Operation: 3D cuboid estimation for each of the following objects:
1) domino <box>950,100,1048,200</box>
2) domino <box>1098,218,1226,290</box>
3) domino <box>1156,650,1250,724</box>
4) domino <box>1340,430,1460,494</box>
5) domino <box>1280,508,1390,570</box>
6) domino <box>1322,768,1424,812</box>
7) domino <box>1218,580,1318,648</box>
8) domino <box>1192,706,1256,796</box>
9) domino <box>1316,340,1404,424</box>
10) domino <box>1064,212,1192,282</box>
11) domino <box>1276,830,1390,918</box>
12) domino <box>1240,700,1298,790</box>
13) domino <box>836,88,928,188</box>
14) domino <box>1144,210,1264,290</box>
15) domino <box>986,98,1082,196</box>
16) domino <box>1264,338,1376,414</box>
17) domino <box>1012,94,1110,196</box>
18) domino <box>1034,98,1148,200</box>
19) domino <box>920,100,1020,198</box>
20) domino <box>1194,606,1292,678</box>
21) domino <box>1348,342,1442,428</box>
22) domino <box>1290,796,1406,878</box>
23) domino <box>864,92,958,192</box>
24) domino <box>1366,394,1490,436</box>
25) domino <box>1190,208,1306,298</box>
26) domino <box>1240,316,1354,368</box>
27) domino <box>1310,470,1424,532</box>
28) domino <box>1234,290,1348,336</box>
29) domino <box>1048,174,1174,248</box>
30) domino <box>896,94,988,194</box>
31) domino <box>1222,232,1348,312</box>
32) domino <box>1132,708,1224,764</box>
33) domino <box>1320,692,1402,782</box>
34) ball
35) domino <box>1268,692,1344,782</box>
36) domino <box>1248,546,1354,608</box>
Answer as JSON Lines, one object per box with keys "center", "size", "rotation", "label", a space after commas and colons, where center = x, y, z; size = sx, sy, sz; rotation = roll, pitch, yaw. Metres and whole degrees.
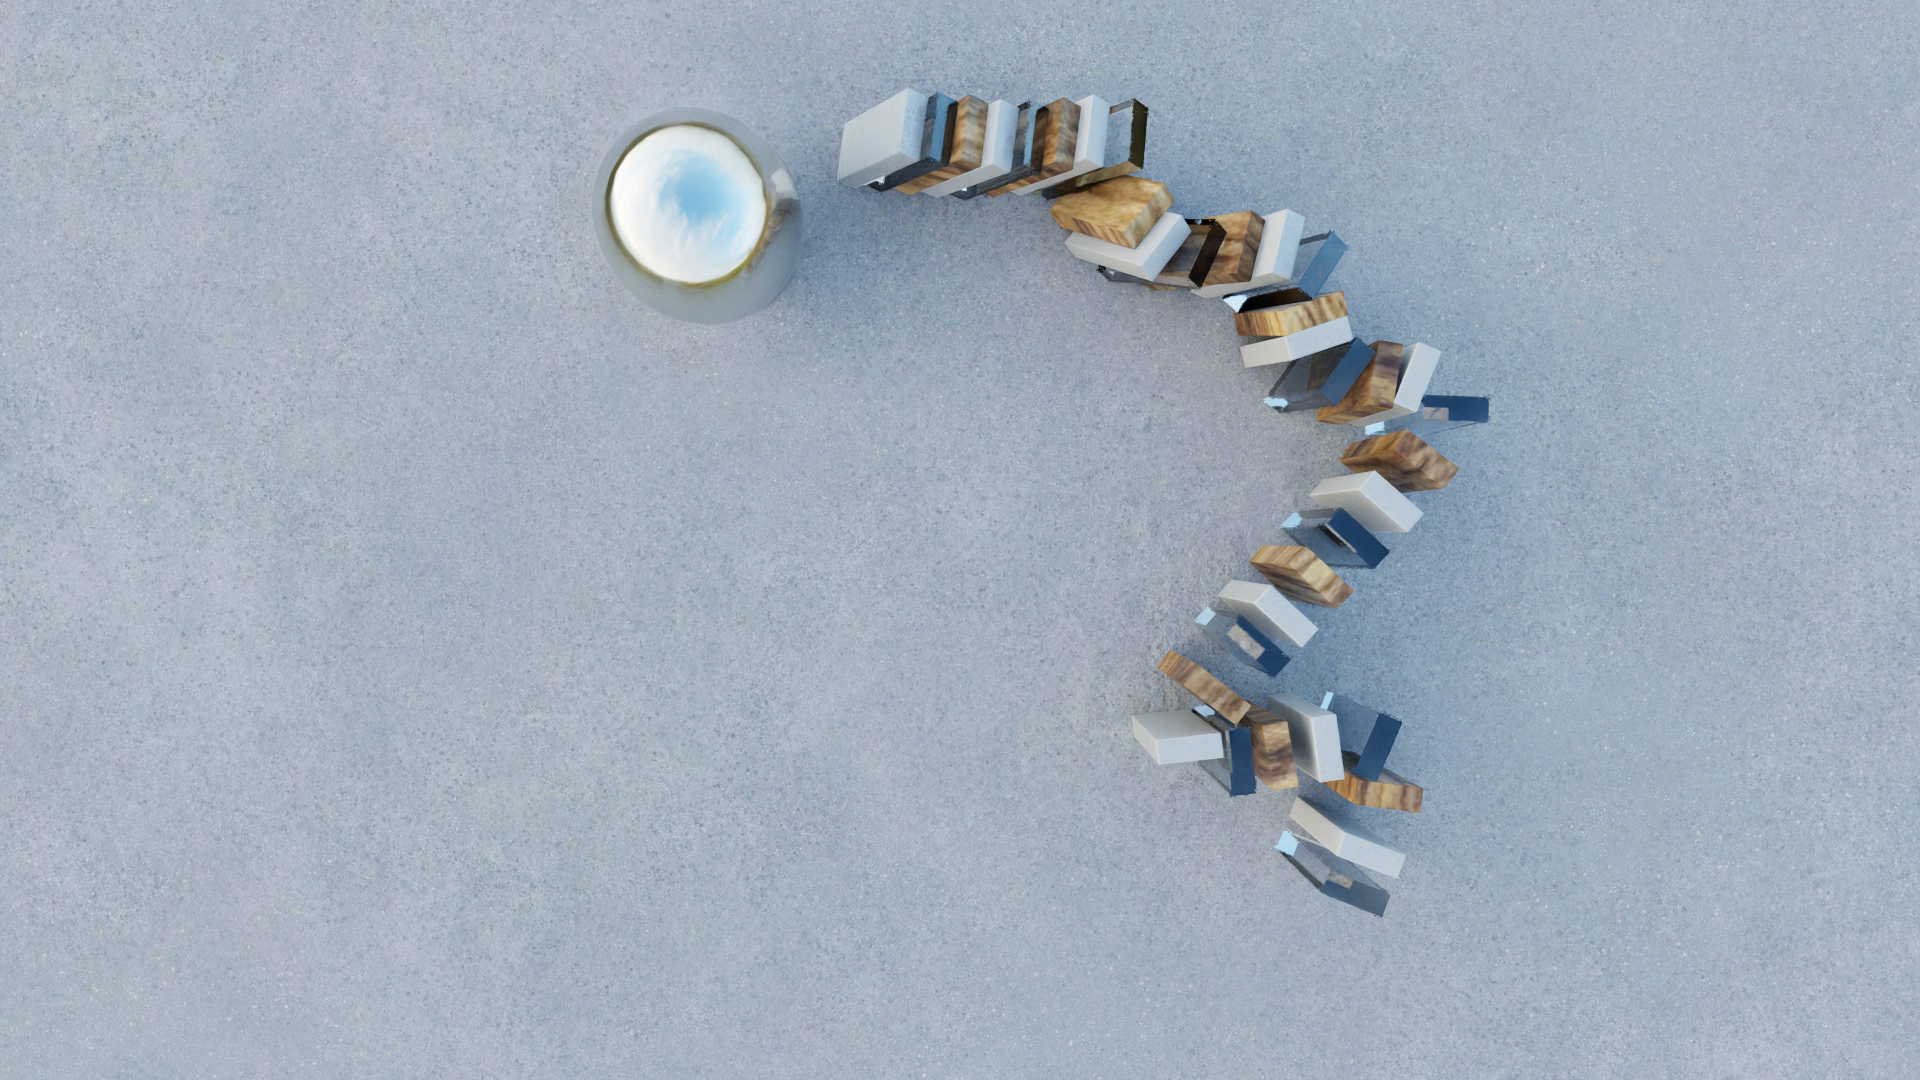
{"center": [0.015, -0.159, 0.377], "size": [0.010, 0.050, 0.025], "rotation": [7, 90, -37], "label": "domino"}
{"center": [0.082, -0.119, 0.378], "size": [0.010, 0.050, 0.025], "rotation": [25, 90, -41], "label": "domino"}
{"center": [0.099, 0.059, 0.375], "size": [0.025, 0.050, 0.010], "rotation": [38, 90, 0], "label": "domino"}
{"center": [0.178, -0.031, 0.375], "size": [0.025, 0.050, 0.010], "rotation": [37, 90, 0], "label": "domino"}
{"center": [0.152, -0.001, 0.375], "size": [0.025, 0.050, 0.010], "rotation": [42, 90, 0], "label": "domino"}
{"center": [0.164, 0.098, 0.375], "size": [0.025, 0.050, 0.010], "rotation": [7, 90, 0], "label": "domino"}
{"center": [0.125, 0.029, 0.375], "size": [0.025, 0.050, 0.009], "rotation": [42, 90, 0], "label": "domino"}
{"center": [0.107, 0.085, 0.375], "size": [0.010, 0.050, 0.025], "rotation": [-6, 90, 0], "label": "domino"}
{"center": [0.162, -0.063, 0.375], "size": [0.010, 0.050, 0.025], "rotation": [9, 90, -1], "label": "domino"}
{"center": [0.068, -0.125, 0.378], "size": [0.025, 0.050, 0.010], "rotation": [-52, 132, 1], "label": "domino"}
{"center": [0.151, 0.135, 0.375], "size": [0.025, 0.050, 0.009], "rotation": [22, 90, 0], "label": "domino"}
{"center": [0.122, 0.083, 0.375], "size": [0.009, 0.050, 0.025], "rotation": [-10, 90, 0], "label": "domino"}
{"center": [-0.033, -0.164, 0.377], "size": [0.010, 0.050, 0.025], "rotation": [8, 90, -37], "label": "domino"}
{"center": [0.099, -0.118, 0.378], "size": [0.010, 0.050, 0.025], "rotation": [14, 90, -39], "label": "domino"}
{"center": [0.027, -0.160, 0.377], "size": [0.009, 0.050, 0.025], "rotation": [7, 91, -37], "label": "domino"}
{"center": [0.146, -0.066, 0.375], "size": [0.010, 0.050, 0.025], "rotation": [36, 90, -7], "label": "domino"}
{"center": [0.039, -0.161, 0.377], "size": [0.010, 0.050, 0.025], "rotation": [7, 90, -37], "label": "domino"}
{"center": [0.053, -0.160, 0.378], "size": [0.010, 0.050, 0.025], "rotation": [7, 87, -42], "label": "domino"}
{"center": [0.003, -0.160, 0.377], "size": [0.010, 0.050, 0.025], "rotation": [7, 91, -37], "label": "domino"}
{"center": [0.114, 0.041, 0.375], "size": [0.025, 0.050, 0.009], "rotation": [42, 90, 0], "label": "domino"}
{"center": [0.175, -0.062, 0.375], "size": [0.010, 0.050, 0.025], "rotation": [22, 90, 0], "label": "domino"}
{"center": [0.157, 0.121, 0.375], "size": [0.025, 0.050, 0.009], "rotation": [21, 90, 0], "label": "domino"}
{"center": [-0.021, -0.163, 0.377], "size": [0.009, 0.050, 0.025], "rotation": [8, 90, -37], "label": "domino"}
{"center": [0.190, -0.050, 0.375], "size": [0.025, 0.050, 0.009], "rotation": [2, 90, 0], "label": "domino"}
{"center": [0.117, -0.116, 0.375], "size": [0.010, 0.050, 0.025], "rotation": [14, 90, -24], "label": "domino"}
{"center": [0.136, -0.080, 0.375], "size": [0.025, 0.050, 0.009], "rotation": [-18, 98, 0], "label": "domino"}
{"center": [0.165, -0.015, 0.375], "size": [0.025, 0.050, 0.009], "rotation": [41, 90, 0], "label": "domino"}
{"center": [0.134, -0.092, 0.375], "size": [0.025, 0.050, 0.010], "rotation": [-18, 103, 0], "label": "domino"}
{"center": [0.062, -0.138, 0.378], "size": [0.025, 0.050, 0.010], "rotation": [-50, 132, 0], "label": "domino"}
{"center": [-0.009, -0.162, 0.377], "size": [0.009, 0.050, 0.025], "rotation": [7, 90, -37], "label": "domino"}
{"center": [0.131, -0.108, 0.374], "size": [0.010, 0.050, 0.025], "rotation": [35, 87, -19], "label": "domino"}
{"center": [0.088, 0.080, 0.375], "size": [0.025, 0.050, 0.009], "rotation": [-6, 90, 0], "label": "domino"}
{"center": [0.160, 0.079, 0.375], "size": [0.010, 0.050, 0.025], "rotation": [23, 90, 0], "label": "domino"}
{"center": [-0.102, -0.126, 0.360], "size": [0.080, 0.080, 0.080], "rotation": [0, 90, 0], "label": "ball"}
{"center": [0.141, 0.080, 0.375], "size": [0.009, 0.050, 0.025], "rotation": [-8, 90, 0], "label": "domino"}
{"center": [0.138, 0.014, 0.375], "size": [0.025, 0.050, 0.010], "rotation": [43, 90, 0], "label": "domino"}
